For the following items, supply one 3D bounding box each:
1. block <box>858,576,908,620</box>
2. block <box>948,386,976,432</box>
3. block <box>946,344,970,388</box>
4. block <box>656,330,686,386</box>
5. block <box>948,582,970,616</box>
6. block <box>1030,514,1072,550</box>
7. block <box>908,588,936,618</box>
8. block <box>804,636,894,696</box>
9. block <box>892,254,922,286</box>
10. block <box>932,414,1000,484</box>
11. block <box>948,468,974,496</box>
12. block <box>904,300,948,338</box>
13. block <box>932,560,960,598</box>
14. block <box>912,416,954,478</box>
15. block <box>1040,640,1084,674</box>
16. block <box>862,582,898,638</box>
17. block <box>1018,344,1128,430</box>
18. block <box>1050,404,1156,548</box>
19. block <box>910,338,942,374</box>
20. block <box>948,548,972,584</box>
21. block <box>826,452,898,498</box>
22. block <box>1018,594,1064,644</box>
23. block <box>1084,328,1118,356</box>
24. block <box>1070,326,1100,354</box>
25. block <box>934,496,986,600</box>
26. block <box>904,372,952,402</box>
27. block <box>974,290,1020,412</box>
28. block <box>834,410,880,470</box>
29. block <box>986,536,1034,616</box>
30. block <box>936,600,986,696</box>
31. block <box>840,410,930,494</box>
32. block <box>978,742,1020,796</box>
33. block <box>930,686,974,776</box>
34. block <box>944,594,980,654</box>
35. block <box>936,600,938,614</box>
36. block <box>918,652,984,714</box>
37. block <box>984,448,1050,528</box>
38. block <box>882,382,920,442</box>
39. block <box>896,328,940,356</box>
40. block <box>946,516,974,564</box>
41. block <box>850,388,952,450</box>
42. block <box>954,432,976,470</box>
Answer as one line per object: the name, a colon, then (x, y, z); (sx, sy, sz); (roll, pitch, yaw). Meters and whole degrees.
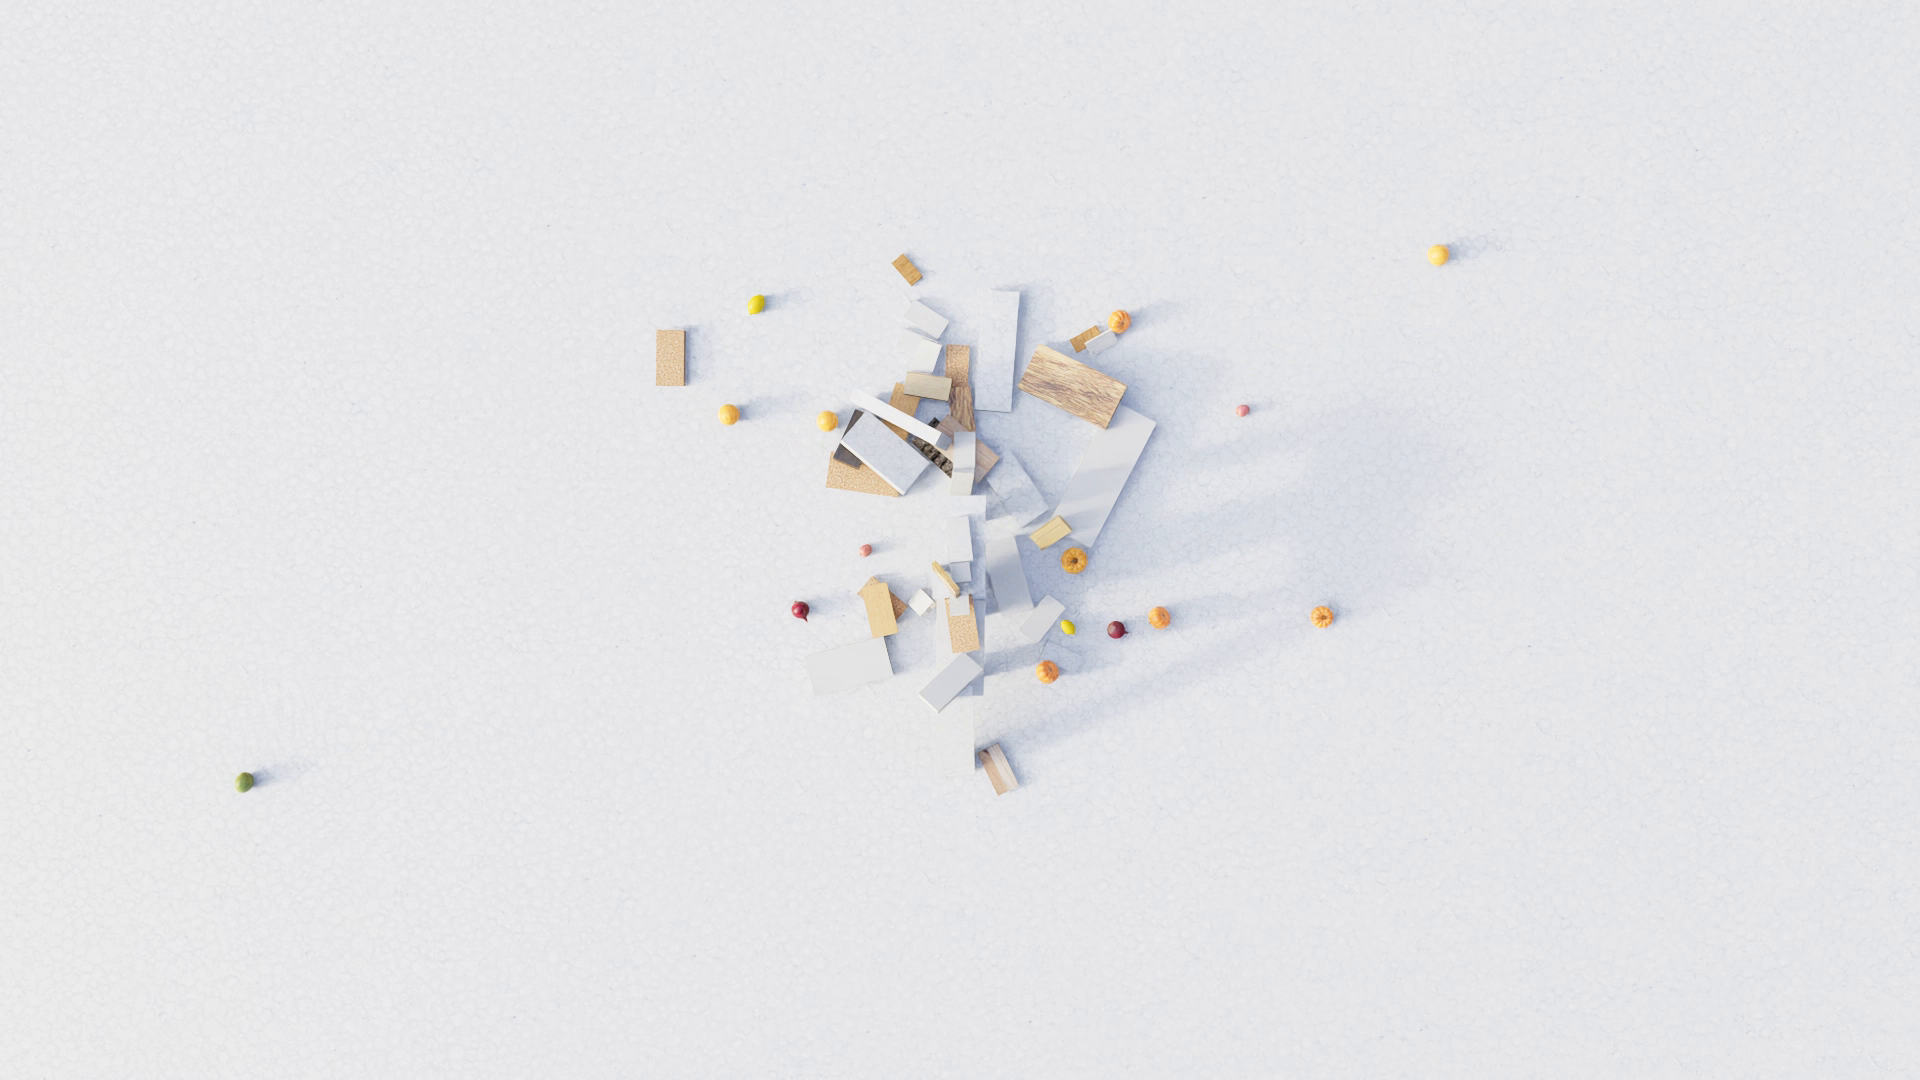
block: (-0.258, 0.200, 5.489); (0.157, 0.022, 0.078); (41, 90, 0)
block: (0.005, -0.433, 5.477); (0.076, 0.022, 0.152); (-7, 99, 2)
block: (-0.010, -0.572, 5.489); (0.076, 0.022, 0.152); (3, 90, 0)
block: (-0.962, -0.606, 5.487); (0.092, 0.026, 0.184); (1, 90, 0)
block: (-0.003, 0.175, 5.097); (0.060, 0.017, 0.120); (-5, 66, 3)
block: (0.301, -0.024, 5.454); (0.130, 0.018, 0.065); (-35, 104, 29)
block: (-0.125, 0.210, 5.439); (0.018, 0.130, 0.065); (41, 90, -28)
block: (-0.367, 0.418, 5.481); (0.269, 0.038, 0.135); (-15, 90, 0)
block: (-0.176, -0.899, 5.493); (0.050, 0.014, 0.100); (-41, 90, 0)
block: (0.010, -0.301, 5.451); (0.226, 0.032, 0.113); (41, 90, 1)
block: (0.004, -0.180, 5.439); (0.070, 0.140, 0.020); (5, 48, -4)
block: (-0.112, -0.735, 5.490); (0.139, 0.020, 0.069); (33, 90, 0)
block: (-0.043, 0.121, 5.081); (0.017, 0.060, 0.120); (-36, 69, -11)
block: (-0.040, -0.290, 5.484); (0.226, 0.032, 0.113); (43, 90, 0)
block: (0.338, 0.388, 5.491); (0.130, 0.018, 0.065); (25, 90, 0)
block: (-0.265, 0.233, 5.458); (0.086, 0.024, 0.172); (-13, 85, 0)
block: (0.372, -0.506, 5.453); (0.323, 0.046, 0.162); (27, 90, 9)
block: (0.470, -0.218, 5.477); (0.162, 0.046, 0.467); (28, 90, 0)
block: (-0.115, -0.594, 5.472); (0.069, 0.020, 0.139); (20, 106, 0)
block: (-0.002, 0.073, 5.110); (0.060, 0.017, 0.120); (-8, 78, 0)
block: (-0.318, -0.218, 5.483); (0.240, 0.034, 0.120); (8, 90, 0)
block: (0.272, 0.262, 5.489); (0.078, 0.022, 0.157); (38, 90, 0)
block: (0.469, -0.657, 5.483); (0.100, 0.014, 0.050); (-29, 116, 0)
block: (0.421, -0.669, 5.493); (0.100, 0.014, 0.050); (-29, 90, 0)
block: (-0.001, 0.023, 5.154); (0.162, 0.046, 0.323); (0, 90, 0)
block: (-0.106, -0.507, 5.453); (0.152, 0.022, 0.076); (10, 85, 8)
block: (0.123, -0.627, 5.483); (0.120, 0.034, 0.399); (4, 90, 0)
block: (-0.342, -0.333, 5.464); (0.092, 0.026, 0.184); (23, 77, 3)
block: (0.158, 0.121, 5.484); (0.113, 0.032, 0.249); (-16, 90, 0)
block: (0.001, 0.336, 5.176); (0.150, 0.043, 0.301); (1, 91, 0)
block: (-0.248, -0.289, 5.437); (0.269, 0.038, 0.135); (40, 75, -5)
block: (0.127, 0.763, 5.489); (0.078, 0.022, 0.157); (-26, 90, 0)
block: (-0.024, 0.617, 5.293); (0.135, 0.491, 0.038); (-2, 53, 0)
block: (0.007, 0.261, 5.130); (0.086, 0.024, 0.172); (-8, 98, 1)
block: (0.000, 0.217, 5.348); (0.150, 0.301, 0.043); (0, 83, 0)
block: (-0.028, 0.441, 5.096); (0.086, 0.024, 0.198); (40, 69, 21)
block: (0.181, -0.171, 5.483); (0.120, 0.034, 0.240); (-35, 90, 0)
block: (-0.198, -0.422, 5.487); (0.092, 0.026, 0.184); (19, 90, 0)
block: (-0.138, -0.647, 5.490); (0.139, 0.020, 0.069); (22, 90, 0)
block: (-0.001, -0.001, 5.107); (0.070, 0.020, 0.140); (-6, 78, 0)
block: (-0.190, -0.391, 5.375); (0.323, 0.162, 0.046); (28, 92, 14)
block: (0.015, -0.285, 5.425); (0.070, 0.020, 0.140); (1, 90, 0)
